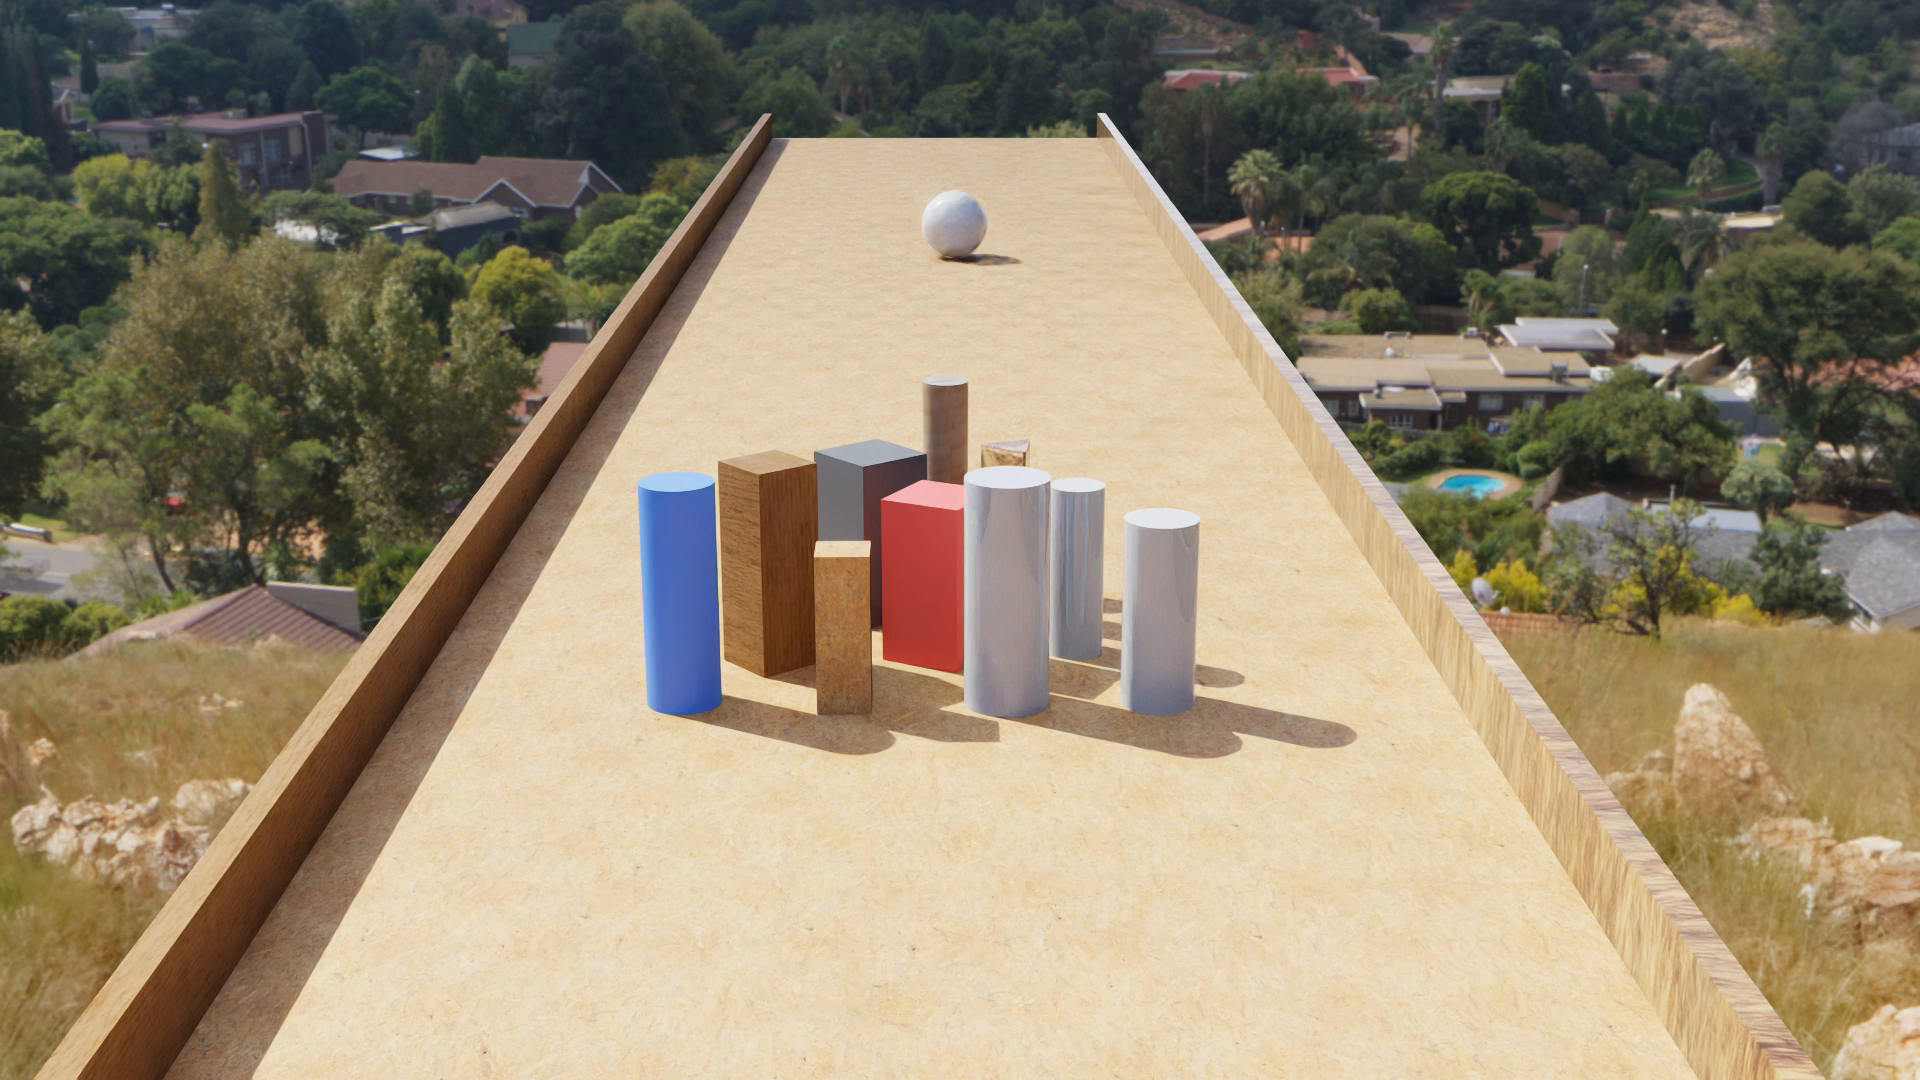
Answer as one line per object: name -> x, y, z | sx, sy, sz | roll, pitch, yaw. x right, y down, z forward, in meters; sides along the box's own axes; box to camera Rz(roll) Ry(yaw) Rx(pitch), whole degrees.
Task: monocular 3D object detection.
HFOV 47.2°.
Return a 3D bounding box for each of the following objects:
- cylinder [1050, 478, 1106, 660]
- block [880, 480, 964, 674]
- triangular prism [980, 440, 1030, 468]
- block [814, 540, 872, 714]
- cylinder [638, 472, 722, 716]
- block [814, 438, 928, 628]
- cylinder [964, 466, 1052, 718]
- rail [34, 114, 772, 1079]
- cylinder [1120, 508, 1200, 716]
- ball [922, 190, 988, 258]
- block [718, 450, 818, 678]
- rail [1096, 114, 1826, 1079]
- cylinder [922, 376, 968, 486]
cylinder -> 0.234, 0.058, 4.419 | 0.111, 0.350, 0.111 | 0, 17, 0
block -> -0.042, 0.070, 4.404 | 0.168, 0.334, 0.168 | 8, 19, 26
triangular prism -> 0.117, -0.024, 4.655 | 0.111, 0.371, 0.097 | 12, 20, 35
block -> -0.218, 0.165, 4.132 | 0.102, 0.309, 0.102 | 0, 17, -1
cylinder -> -0.525, 0.100, 4.129 | 0.142, 0.434, 0.142 | 0, 17, 0
block -> -0.188, -0.015, 4.660 | 0.169, 0.352, 0.169 | -13, 21, -38
cylinder -> 0.088, 0.096, 4.125 | 0.162, 0.444, 0.162 | 0, 17, 0
rail -> -1.118, -0.838, 7.780 | 0.050, 0.150, 12.000 | 0, 17, -1
cylinder -> 0.376, 0.134, 4.138 | 0.141, 0.364, 0.141 | 0, 17, 0
ball -> -0.023, -1.318, 9.174 | 0.276, 0.276, 0.276 | 0, 17, 0
block -> -0.376, 0.045, 4.350 | 0.138, 0.413, 0.138 | -14, 21, -38
rail -> 0.932, -0.844, 7.801 | 0.050, 0.150, 12.000 | 0, 17, -1
cylinder -> -0.032, -0.132, 4.878 | 0.101, 0.452, 0.101 | 0, 17, 0
